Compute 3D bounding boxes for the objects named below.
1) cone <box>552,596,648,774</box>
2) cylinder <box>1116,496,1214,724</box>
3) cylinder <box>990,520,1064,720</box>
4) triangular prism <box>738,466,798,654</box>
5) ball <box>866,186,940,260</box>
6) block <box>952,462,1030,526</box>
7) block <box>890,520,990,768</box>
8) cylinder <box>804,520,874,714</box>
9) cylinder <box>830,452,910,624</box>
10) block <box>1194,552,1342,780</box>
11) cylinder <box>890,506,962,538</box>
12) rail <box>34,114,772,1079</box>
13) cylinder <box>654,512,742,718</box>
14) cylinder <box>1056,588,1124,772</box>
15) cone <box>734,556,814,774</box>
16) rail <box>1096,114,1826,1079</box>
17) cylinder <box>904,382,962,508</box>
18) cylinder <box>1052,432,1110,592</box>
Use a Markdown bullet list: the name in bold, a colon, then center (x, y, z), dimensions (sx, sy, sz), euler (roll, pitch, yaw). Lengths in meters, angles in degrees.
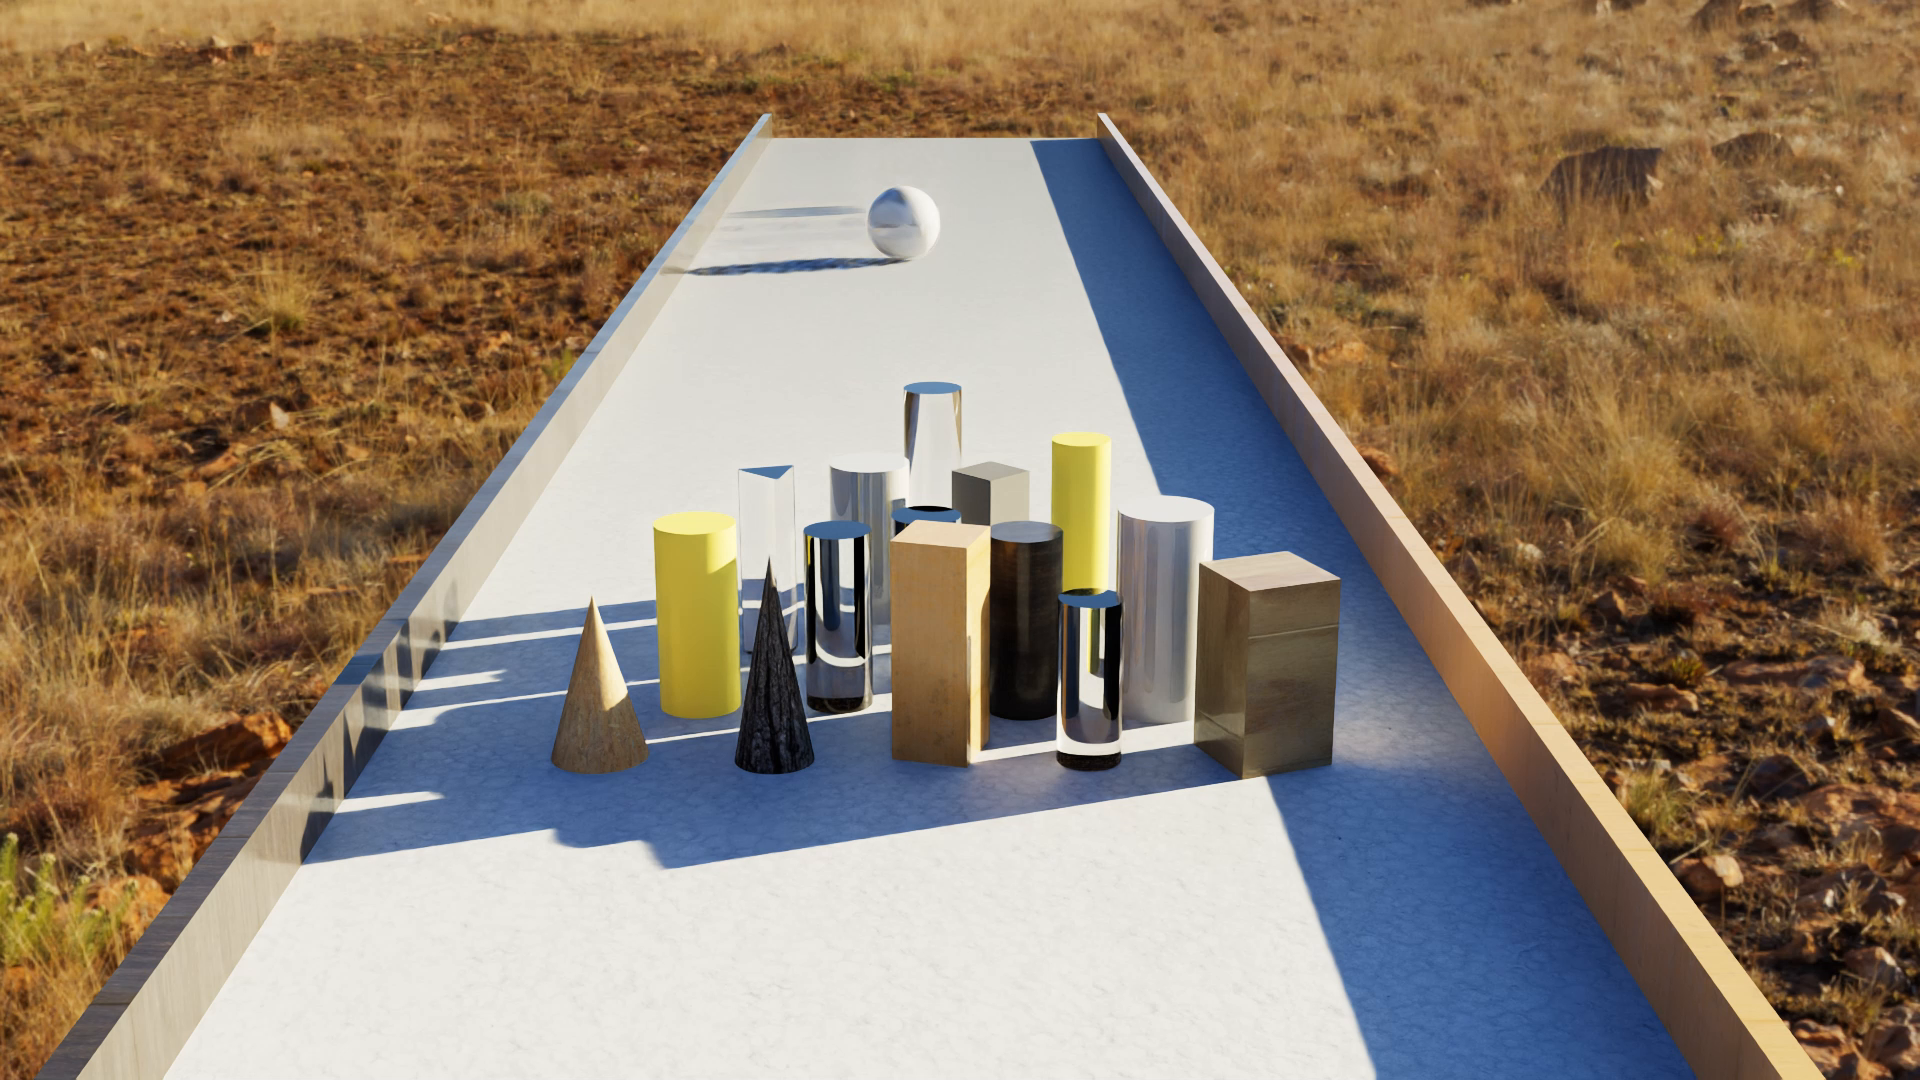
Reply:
- **cone**: center (-0.643, 0.239, 3.890), dimensions (0.174, 0.304, 0.174), euler (0, 17, 0)
- **cylinder**: center (0.379, 0.129, 4.111), dimensions (0.178, 0.389, 0.178), euler (0, 17, 0)
- **cylinder**: center (0.119, 0.150, 4.115), dimensions (0.145, 0.346, 0.145), euler (0, 17, 0)
- **triangular prism**: center (-0.366, 0.043, 4.411), dimensions (0.112, 0.382, 0.097), euler (15, 22, 41)
- **ball**: center (-0.234, -1.312, 9.104), dimensions (0.305, 0.305, 0.305), euler (0, 17, 0)
- **block**: center (0.064, 0.012, 4.614), dimensions (0.115, 0.326, 0.115), euler (-16, 23, -42)
- **block**: center (-0.034, 0.183, 3.902), dimensions (0.139, 0.405, 0.139), euler (5, 17, 17)
- **cylinder**: center (-0.229, 0.145, 4.141), dimensions (0.127, 0.341, 0.127), euler (0, 17, 0)
- **cylinder**: center (-0.191, -0.004, 4.659), dimensions (0.169, 0.331, 0.169), euler (0, 17, 0)
- **block**: center (0.540, 0.218, 3.887), dimensions (0.180, 0.345, 0.180), euler (-7, 18, -22)
- **cylinder**: center (-0.067, 0.096, 4.374), dimensions (0.139, 0.303, 0.139), euler (0, 17, 0)
- **rail**: center (-1.118, -0.838, 7.780), dimensions (0.050, 0.150, 12.000), euler (0, 17, -1)
- **cylinder**: center (-0.492, 0.140, 4.127), dimensions (0.153, 0.359, 0.153), euler (0, 17, 0)
- **cylinder**: center (0.229, 0.245, 3.873), dimensions (0.116, 0.301, 0.116), euler (0, 17, 0)
- **cone**: center (-0.330, 0.207, 3.861), dimensions (0.142, 0.381, 0.142), euler (0, 17, 0)
- **rail**: center (0.932, -0.844, 7.801), dimensions (0.050, 0.150, 12.000), euler (0, 17, -1)
- **cylinder**: center (-0.060, -0.125, 4.885), dimensions (0.129, 0.435, 0.129), euler (0, 17, 0)
- **cylinder**: center (0.238, 0.020, 4.365), dimensions (0.116, 0.453, 0.116), euler (0, 17, 0)
